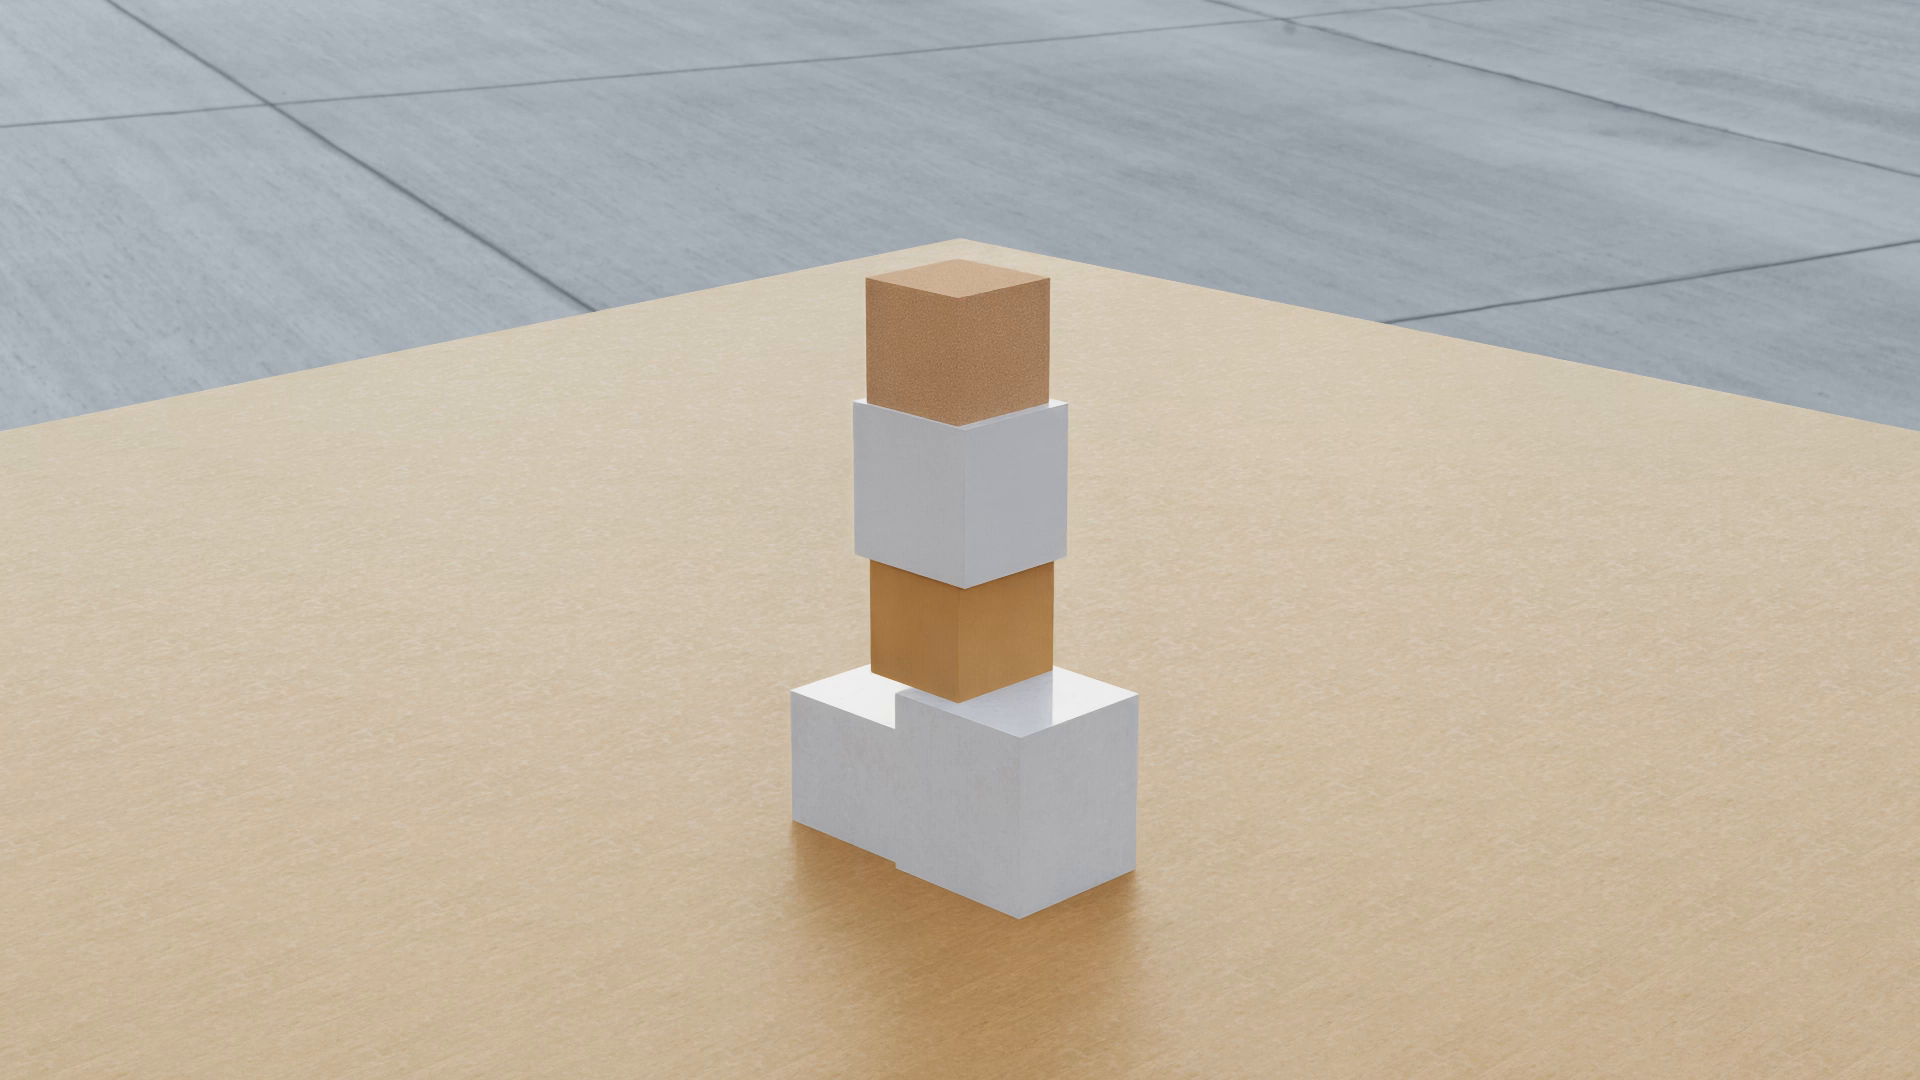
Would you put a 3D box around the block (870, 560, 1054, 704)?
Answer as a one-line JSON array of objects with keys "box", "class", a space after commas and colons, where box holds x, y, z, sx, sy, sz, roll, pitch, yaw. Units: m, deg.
[{"box": [0.009, 0.337, 13.457, 0.619, 0.564, 0.572, -17, 24, -42], "class": "block"}]

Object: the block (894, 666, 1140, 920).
[{"box": [0.257, 1.105, 13.393, 0.773, 0.862, 0.790, -17, 24, -42], "class": "block"}]

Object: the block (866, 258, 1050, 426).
[{"box": [-0.010, -0.888, 13.052, 0.577, 0.572, 0.581, -17, 24, -42], "class": "block"}]

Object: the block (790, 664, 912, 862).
[{"box": [-0.291, 1.033, 13.954, 0.697, 0.662, 0.753, -17, 24, -42], "class": "block"}]

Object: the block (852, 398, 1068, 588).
[{"box": [0.003, -0.274, 13.258, 0.659, 0.723, 0.710, -17, 24, -42], "class": "block"}]
